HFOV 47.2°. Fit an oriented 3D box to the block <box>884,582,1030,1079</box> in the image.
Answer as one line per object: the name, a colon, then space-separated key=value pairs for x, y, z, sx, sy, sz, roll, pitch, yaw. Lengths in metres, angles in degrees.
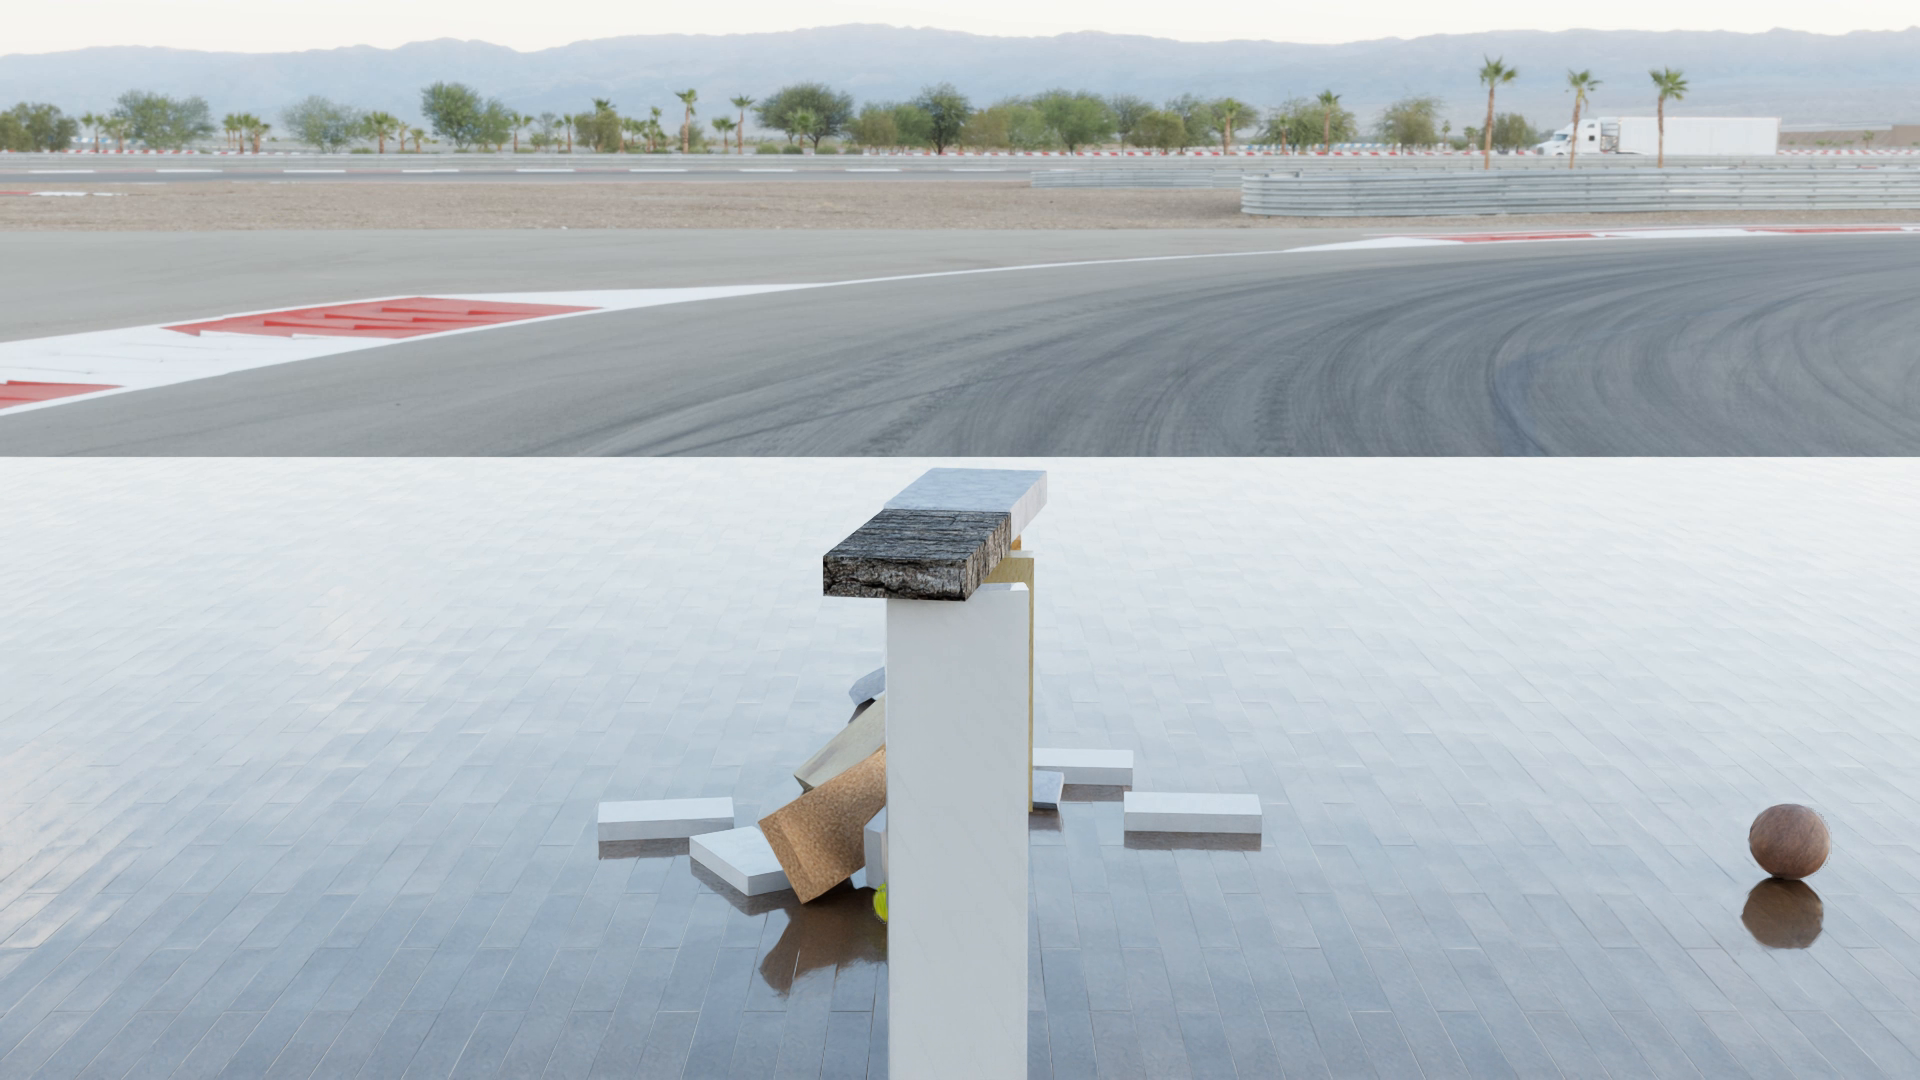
block: x=-0.004 y=0.402 z=2.767 sx=0.175 sy=0.698 sz=0.049 roll=-1 pitch=10 yaw=-5

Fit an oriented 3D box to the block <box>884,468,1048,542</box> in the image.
block: x=0.013 y=-0.052 z=3.157 sx=0.176 sy=0.050 sz=0.351 roll=2 pitch=11 yaw=10

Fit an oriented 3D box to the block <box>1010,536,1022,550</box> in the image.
block: x=-0.003 y=0.168 z=3.074 sx=0.176 sy=0.351 sz=0.050 roll=0 pitch=11 yaw=0

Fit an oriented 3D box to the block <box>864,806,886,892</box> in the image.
block: x=-0.082 y=0.480 z=3.745 sx=0.034 sy=0.121 sz=0.243 roll=15 pitch=33 yaw=27

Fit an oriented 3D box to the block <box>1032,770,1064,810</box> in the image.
block: x=0.121 y=0.469 z=4.158 sx=0.140 sy=0.020 sz=0.070 roll=3 pitch=49 yaw=15

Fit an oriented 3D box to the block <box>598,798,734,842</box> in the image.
block: x=-0.536 y=0.509 z=4.013 sx=0.243 sy=0.034 sz=0.122 roll=-1 pitch=11 yaw=-8

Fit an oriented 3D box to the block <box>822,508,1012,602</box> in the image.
block: x=-0.048 y=0.015 z=2.805 sx=0.175 sy=0.049 sz=0.349 roll=2 pitch=11 yaw=10

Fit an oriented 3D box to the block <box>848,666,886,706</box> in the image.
block: x=-0.121 y=0.282 z=4.889 sx=0.255 sy=0.035 sz=0.124 roll=-28 pitch=4 yaw=10

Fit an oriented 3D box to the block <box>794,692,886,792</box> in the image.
block: x=-0.165 y=0.384 z=4.216 sx=0.302 sy=0.043 sz=0.151 roll=-41 pitch=26 yaw=-17

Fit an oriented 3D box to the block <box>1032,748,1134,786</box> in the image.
block: x=0.217 y=0.447 z=4.344 sx=0.248 sy=0.035 sz=0.124 roll=1 pitch=11 yaw=5

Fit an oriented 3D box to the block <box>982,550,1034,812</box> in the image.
block: x=0.011 y=0.190 z=2.959 sx=0.175 sy=0.349 sz=0.049 roll=0 pitch=11 yaw=1

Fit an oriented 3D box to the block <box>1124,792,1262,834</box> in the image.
block: x=0.427 y=0.501 z=4.050 sx=0.248 sy=0.035 sz=0.124 roll=1 pitch=11 yaw=4

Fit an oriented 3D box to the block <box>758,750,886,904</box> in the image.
block: x=-0.197 y=0.483 z=3.730 sx=0.044 sy=0.154 sz=0.308 roll=-31 pitch=-3 yaw=38

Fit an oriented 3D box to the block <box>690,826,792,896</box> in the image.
block: x=-0.361 y=0.551 z=3.787 sx=0.121 sy=0.034 sz=0.243 roll=-6 pitch=12 yaw=-30
